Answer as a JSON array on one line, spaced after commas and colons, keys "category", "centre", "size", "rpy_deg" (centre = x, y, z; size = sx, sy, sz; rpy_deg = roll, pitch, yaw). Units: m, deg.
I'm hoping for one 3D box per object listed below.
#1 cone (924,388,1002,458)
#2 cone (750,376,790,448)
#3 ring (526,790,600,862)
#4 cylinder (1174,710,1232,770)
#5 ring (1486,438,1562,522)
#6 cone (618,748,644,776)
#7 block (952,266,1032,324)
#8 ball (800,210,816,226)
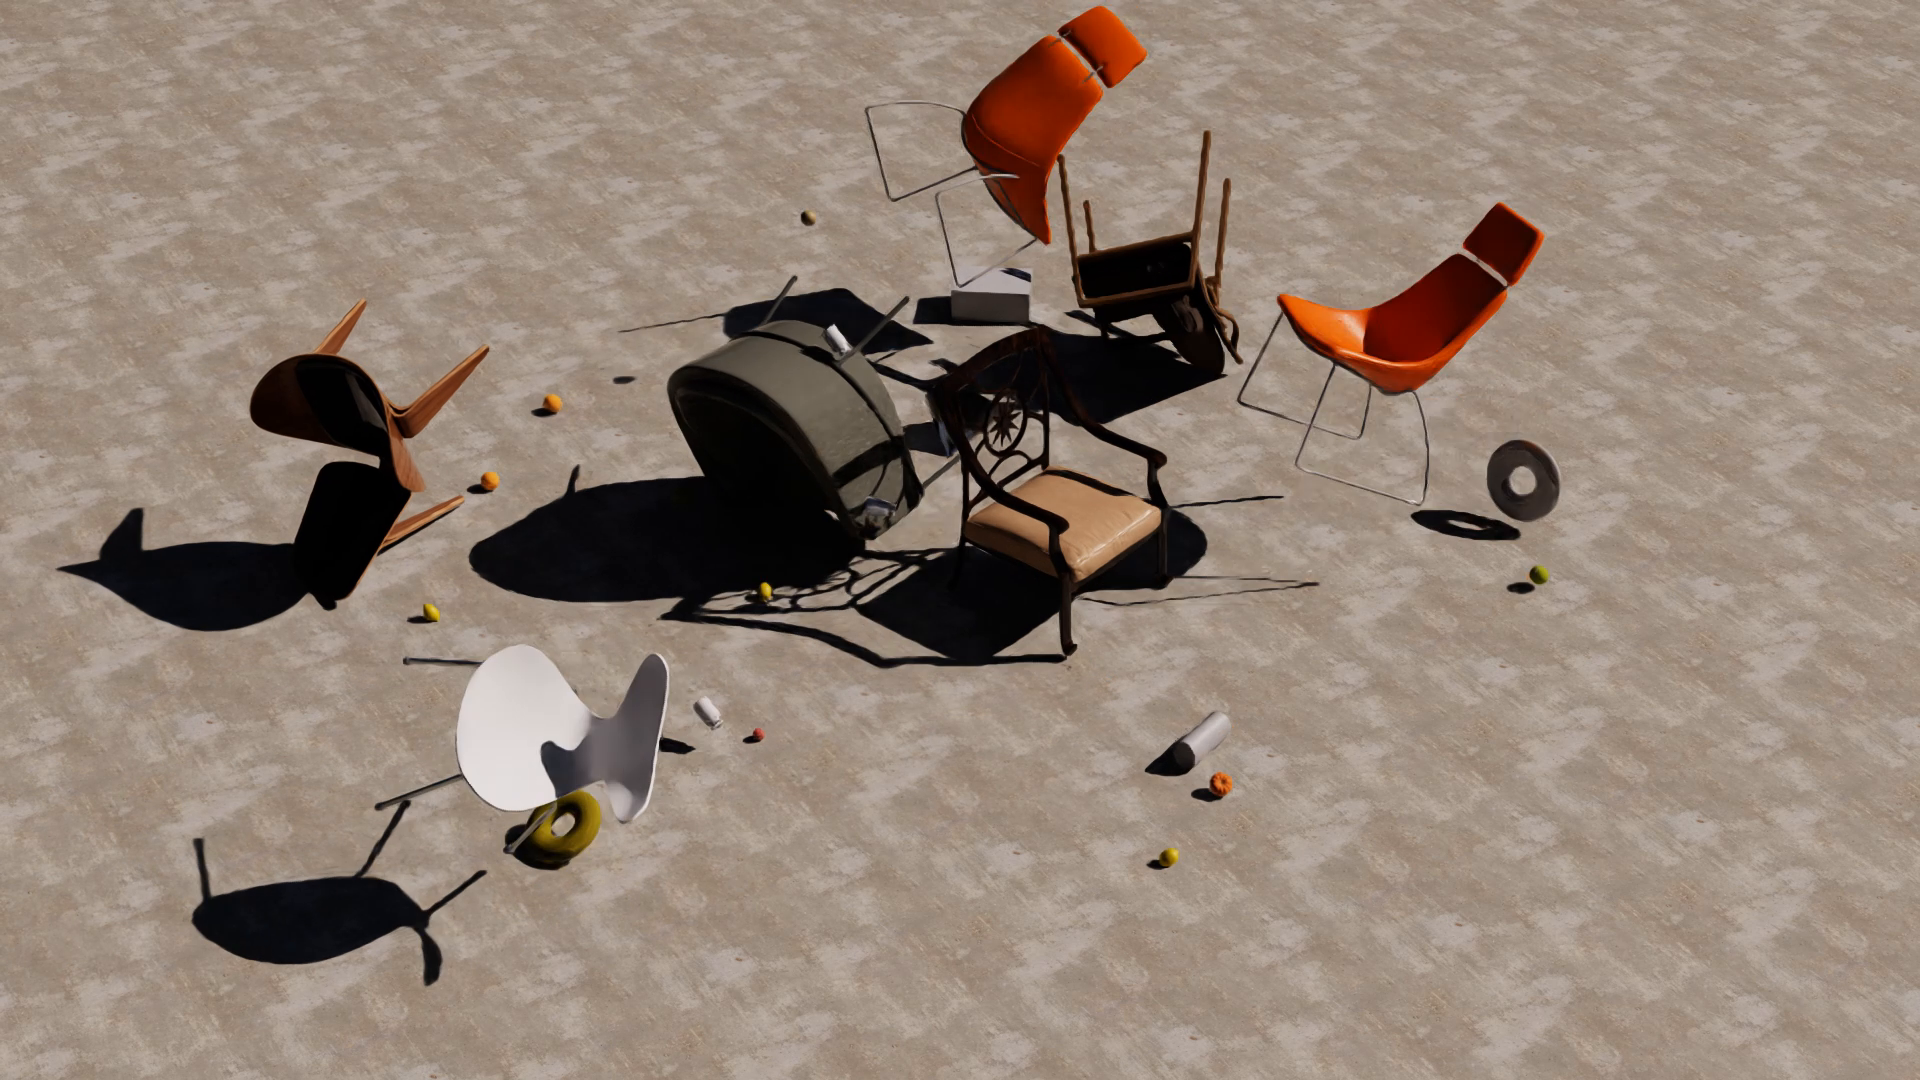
[{"category": "cone", "centre": [-0.017, -0.423, 11.481], "size": [0.312, 0.267, 0.234], "rpy_deg": [10, 64, 11]}, {"category": "cone", "centre": [-0.742, -0.507, 11.435], "size": [0.150, 0.289, 0.263], "rpy_deg": [2, -12, -5]}, {"category": "ring", "centre": [-1.275, 0.919, 9.412], "size": [0.272, 0.063, 0.257], "rpy_deg": [-27, 50, 5]}, {"category": "cylinder", "centre": [0.813, 0.671, 9.826], "size": [0.085, 0.109, 0.219], "rpy_deg": [18, 37, 34]}, {"category": "ring", "centre": [2.105, -0.222, 10.953], "size": [0.045, 0.322, 0.315], "rpy_deg": [-20, 63, -47]}, {"category": "cone", "centre": [-1.091, 0.731, 9.747], "size": [0.094, 0.087, 0.052], "rpy_deg": [19, 27, 19]}, {"category": "block", "centre": [0.136, -1.035, 12.385], "size": [0.326, 0.144, 0.223], "rpy_deg": [3, 33, 4]}, {"category": "ball", "centre": [-0.602, -1.280, 11.652], "size": [0.064, 0.064, 0.064], "rpy_deg": [0, 33, 0]}]
